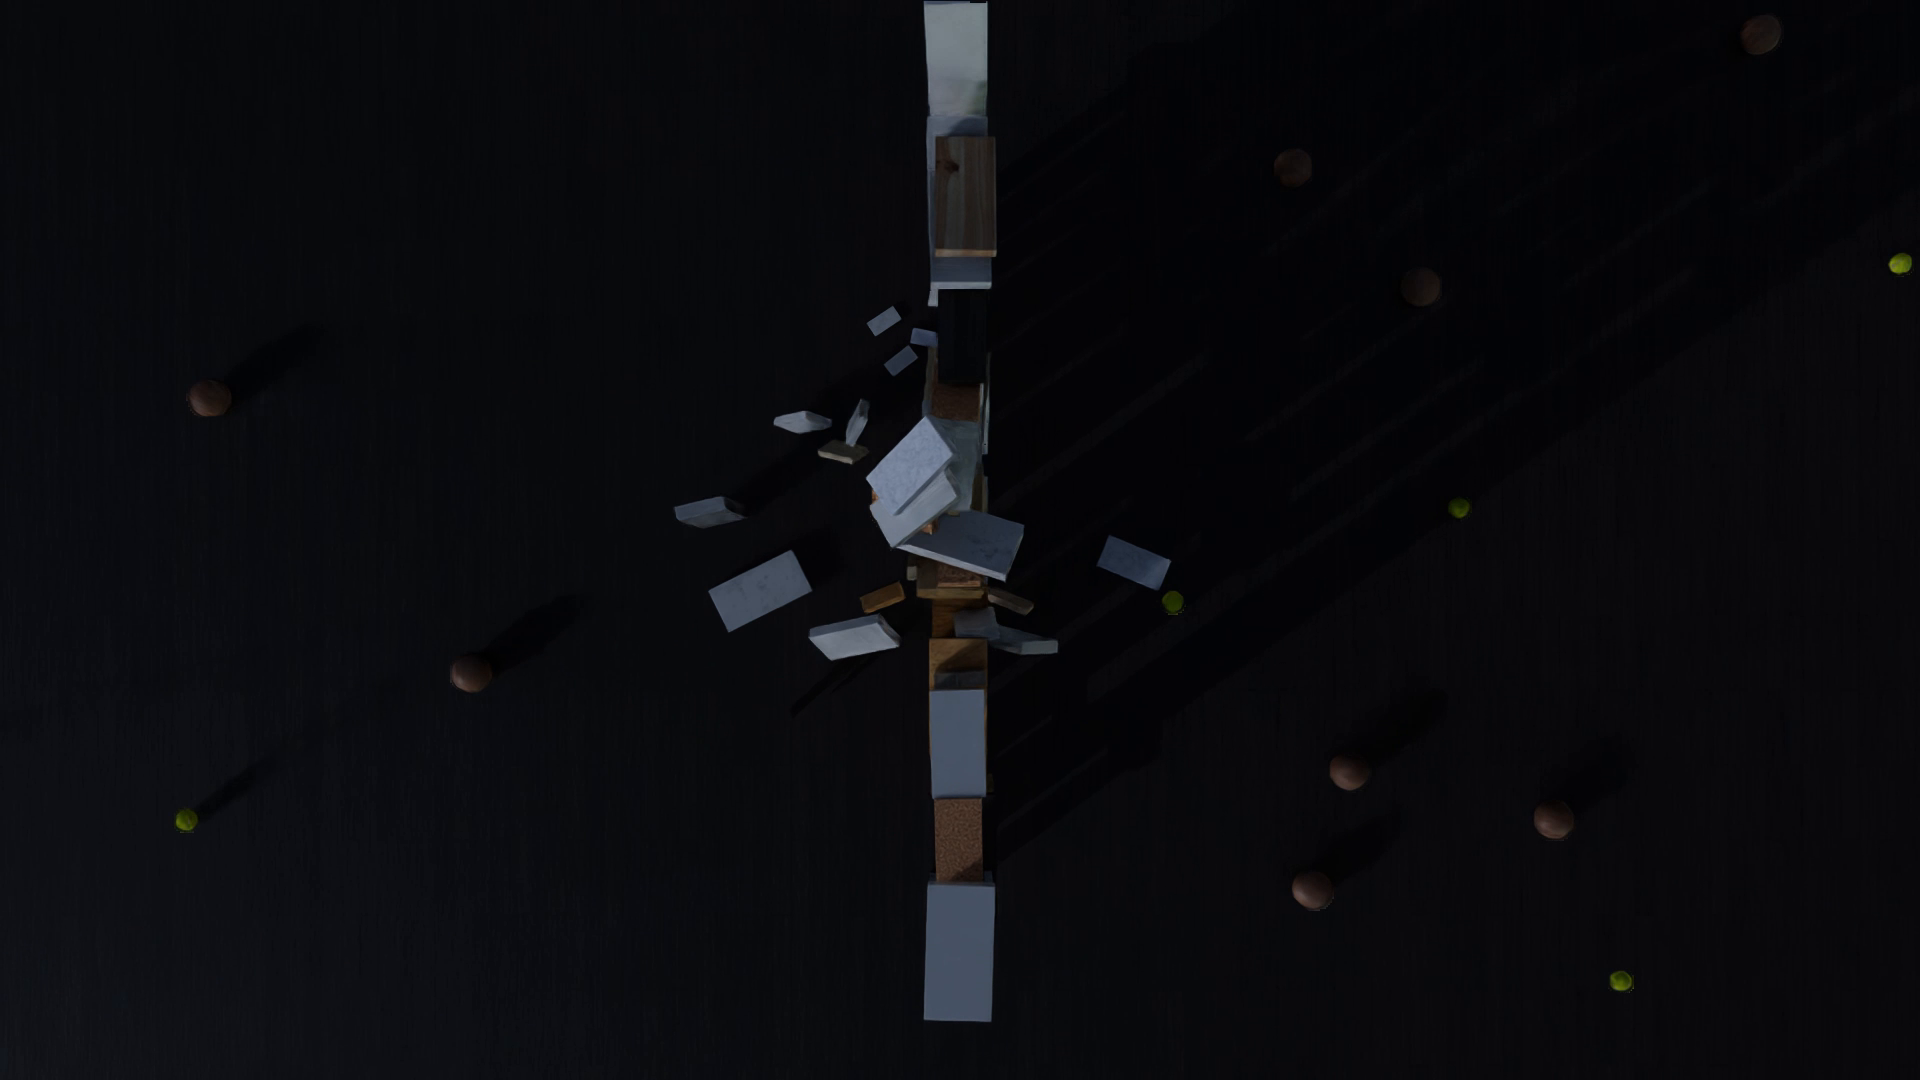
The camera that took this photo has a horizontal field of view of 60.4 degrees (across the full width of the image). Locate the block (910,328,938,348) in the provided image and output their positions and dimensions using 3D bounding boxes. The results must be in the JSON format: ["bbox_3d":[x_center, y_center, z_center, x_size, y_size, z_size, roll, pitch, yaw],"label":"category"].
[{"bbox_3d":[-0.109,-0.671,5.493,0.105,0.015,0.053,12,90,0],"label":"block"}]

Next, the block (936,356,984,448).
[{"bbox_3d":[-0.002,-0.384,4.515,0.130,0.037,0.260,2,113,0],"label":"block"}]

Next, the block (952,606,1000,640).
[{"bbox_3d":[0.041,0.225,4.362,0.112,0.223,0.032,-7,101,-1],"label":"block"}]

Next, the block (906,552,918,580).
[{"bbox_3d":[-0.054,-0.022,4.614,0.176,0.353,0.050,2,130,0],"label":"block"}]

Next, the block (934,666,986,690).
[{"bbox_3d":[0.000,0.333,4.012,0.121,0.258,0.034,-4,89,0],"label":"block"}]

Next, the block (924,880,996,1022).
[{"bbox_3d":[-0.001,0.938,3.766,0.154,0.044,0.308,2,90,0],"label":"block"}]

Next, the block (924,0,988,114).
[{"bbox_3d":[-0.005,-1.185,4.666,0.159,1.177,0.045,-2,73,0],"label":"block"}]

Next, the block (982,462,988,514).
[{"bbox_3d":[-0.016,-0.160,4.928,0.180,0.360,0.051,-8,69,0],"label":"block"}]

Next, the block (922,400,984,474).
[{"bbox_3d":[-0.027,-0.215,4.626,0.176,0.050,0.353,3,72,0],"label":"block"}]

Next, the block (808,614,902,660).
[{"bbox_3d":[-0.306,0.284,4.801,0.242,0.121,0.034,-13,45,29],"label":"block"}]

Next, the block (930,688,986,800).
[{"bbox_3d":[-0.005,0.477,3.870,0.127,0.036,0.254,-1,92,0],"label":"block"}]

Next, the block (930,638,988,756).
[{"bbox_3d":[-0.004,0.394,4.162,0.146,0.041,0.292,0,90,0],"label":"block"}]

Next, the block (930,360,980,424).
[{"bbox_3d":[-0.010,-0.383,4.351,0.123,0.247,0.035,-2,135,4],"label":"block"}]

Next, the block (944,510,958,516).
[{"bbox_3d":[-0.032,-0.173,4.454,0.075,0.021,0.256,9,48,-4],"label":"block"}]

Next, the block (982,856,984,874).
[{"bbox_3d":[0.001,0.770,3.983,0.110,0.220,0.031,-1,99,0],"label":"block"}]

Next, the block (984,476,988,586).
[{"bbox_3d":[0.000,-0.025,5.129,0.173,0.049,0.347,0,90,0],"label":"block"}]

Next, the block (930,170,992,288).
[{"bbox_3d":[0.000,-0.827,4.385,0.159,0.045,0.319,0,77,-2],"label":"block"}]

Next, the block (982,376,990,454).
[{"bbox_3d":[-0.002,-0.382,4.992,0.180,0.485,0.051,0,69,0],"label":"block"}]

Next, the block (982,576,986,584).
[{"bbox_3d":[-0.003,0.133,4.729,0.149,0.422,0.042,0,101,0],"label":"block"}]

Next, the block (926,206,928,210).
[{"bbox_3d":[-0.004,-0.879,4.697,0.160,0.320,0.045,-5,81,1],"label":"block"}]

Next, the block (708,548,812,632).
[{"bbox_3d":[-0.661,0.168,5.478,0.310,0.044,0.155,-26,90,0],"label":"block"}]

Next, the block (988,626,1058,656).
[{"bbox_3d":[0.134,0.264,4.367,0.121,0.242,0.034,0,97,-37],"label":"block"}]

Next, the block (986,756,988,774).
[{"bbox_3d":[0.004,0.641,4.795,0.149,0.042,0.299,0,90,0],"label":"block"}]

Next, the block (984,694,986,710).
[{"bbox_3d":[-0.004,0.391,4.014,0.127,0.254,0.036,0,87,0],"label":"block"}]

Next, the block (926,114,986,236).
[{"bbox_3d":[-0.008,-0.987,4.468,0.160,0.045,0.319,0,112,0],"label":"block"}]

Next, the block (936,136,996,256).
[{"bbox_3d":[0.015,-0.908,4.353,0.159,0.045,0.319,0,78,-2],"label":"block"}]

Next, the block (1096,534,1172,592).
[{"bbox_3d":[0.577,0.077,5.484,0.223,0.032,0.112,23,90,0],"label":"block"}]

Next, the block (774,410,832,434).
[{"bbox_3d":[-0.514,-0.384,5.387,0.099,0.203,0.028,19,77,-33],"label":"block"}]

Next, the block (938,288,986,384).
[{"bbox_3d":[0.005,-0.668,4.391,0.126,0.036,0.516,0,77,-2],"label":"block"}]

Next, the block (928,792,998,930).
[{"bbox_3d":[0.007,0.802,4.118,0.168,0.048,0.336,-1,91,0],"label":"block"}]

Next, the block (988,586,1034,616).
[{"bbox_3d":[0.139,0.175,4.795,0.143,0.072,0.020,22,110,13],"label":"block"}]

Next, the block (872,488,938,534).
[{"bbox_3d":[-0.147,-0.090,4.350,0.199,0.028,0.099,17,119,31],"label":"block"}]

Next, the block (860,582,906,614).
[{"bbox_3d":[-0.255,0.191,5.455,0.143,0.072,0.020,-22,130,3],"label":"block"}]

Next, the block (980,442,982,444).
[{"bbox_3d":[-0.003,-0.399,4.640,0.130,0.037,0.260,1,70,0],"label":"block"}]

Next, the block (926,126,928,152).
[{"bbox_3d":[-0.012,-1.077,4.618,0.160,0.320,0.045,0,82,0],"label":"block"}]

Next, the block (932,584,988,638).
[{"bbox_3d":[-0.001,0.272,4.496,0.149,0.042,0.299,0,90,0],"label":"block"}]

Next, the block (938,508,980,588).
[{"bbox_3d":[-0.004,0.019,4.413,0.112,0.032,0.223,-1,62,0],"label":"block"}]

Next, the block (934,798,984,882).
[{"bbox_3d":[-0.003,0.715,3.860,0.110,0.031,0.220,-1,87,0],"label":"block"}]

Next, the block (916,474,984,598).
[{"bbox_3d":[-0.027,-0.013,4.478,0.176,0.050,0.353,0,62,0],"label":"block"}]

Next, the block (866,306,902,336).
[{"bbox_3d":[-0.252,-0.728,5.493,0.105,0.015,0.053,-33,90,0],"label":"block"}]

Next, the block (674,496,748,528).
[{"bbox_3d":[-0.794,-0.088,5.300,0.155,0.393,0.044,-14,86,2],"label":"block"}]

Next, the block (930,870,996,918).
[{"bbox_3d":[0.003,0.846,3.941,0.154,0.308,0.044,-1,90,0],"label":"block"}]

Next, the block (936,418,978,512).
[{"bbox_3d":[-0.024,-0.194,4.287,0.123,0.035,0.247,5,121,0],"label":"block"}]

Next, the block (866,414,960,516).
[{"bbox_3d":[-0.122,-0.190,4.225,0.253,0.036,0.126,-44,72,29],"label":"block"}]

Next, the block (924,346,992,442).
[{"bbox_3d":[-0.017,-0.364,4.729,0.180,0.051,0.360,5,89,0],"label":"block"}]

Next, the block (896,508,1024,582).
[{"bbox_3d":[0.000,-0.009,4.383,0.310,0.044,0.155,17,64,12],"label":"block"}]

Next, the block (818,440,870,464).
[{"bbox_3d":[-0.359,-0.272,5.075,0.075,0.150,0.021,-37,127,-36],"label":"block"}]

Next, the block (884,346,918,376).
[{"bbox_3d":[-0.197,-0.596,5.493,0.105,0.015,0.053,-38,90,0],"label":"block"}]

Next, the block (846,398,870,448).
[{"bbox_3d":[-0.316,-0.363,5.083,0.028,0.199,0.099,25,108,-11],"label":"block"}]

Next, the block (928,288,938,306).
[{"bbox_3d":[-0.004,-0.811,5.092,0.169,0.337,0.048,6,71,-2],"label":"block"}]

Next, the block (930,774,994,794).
[{"bbox_3d":[0.005,0.672,4.310,0.168,0.336,0.048,0,95,0],"label":"block"}]

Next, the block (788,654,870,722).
[{"bbox_3d":[-0.432,0.473,5.464,0.328,0.072,0.020,-41,118,0],"label":"block"}]

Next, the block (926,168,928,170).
[{"bbox_3d":[-0.008,-0.958,5.063,0.169,0.486,0.048,-2,60,0],"label":"block"}]

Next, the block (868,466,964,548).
[{"bbox_3d":[-0.113,-0.100,4.274,0.253,0.036,0.126,-37,75,31],"label":"block"}]
